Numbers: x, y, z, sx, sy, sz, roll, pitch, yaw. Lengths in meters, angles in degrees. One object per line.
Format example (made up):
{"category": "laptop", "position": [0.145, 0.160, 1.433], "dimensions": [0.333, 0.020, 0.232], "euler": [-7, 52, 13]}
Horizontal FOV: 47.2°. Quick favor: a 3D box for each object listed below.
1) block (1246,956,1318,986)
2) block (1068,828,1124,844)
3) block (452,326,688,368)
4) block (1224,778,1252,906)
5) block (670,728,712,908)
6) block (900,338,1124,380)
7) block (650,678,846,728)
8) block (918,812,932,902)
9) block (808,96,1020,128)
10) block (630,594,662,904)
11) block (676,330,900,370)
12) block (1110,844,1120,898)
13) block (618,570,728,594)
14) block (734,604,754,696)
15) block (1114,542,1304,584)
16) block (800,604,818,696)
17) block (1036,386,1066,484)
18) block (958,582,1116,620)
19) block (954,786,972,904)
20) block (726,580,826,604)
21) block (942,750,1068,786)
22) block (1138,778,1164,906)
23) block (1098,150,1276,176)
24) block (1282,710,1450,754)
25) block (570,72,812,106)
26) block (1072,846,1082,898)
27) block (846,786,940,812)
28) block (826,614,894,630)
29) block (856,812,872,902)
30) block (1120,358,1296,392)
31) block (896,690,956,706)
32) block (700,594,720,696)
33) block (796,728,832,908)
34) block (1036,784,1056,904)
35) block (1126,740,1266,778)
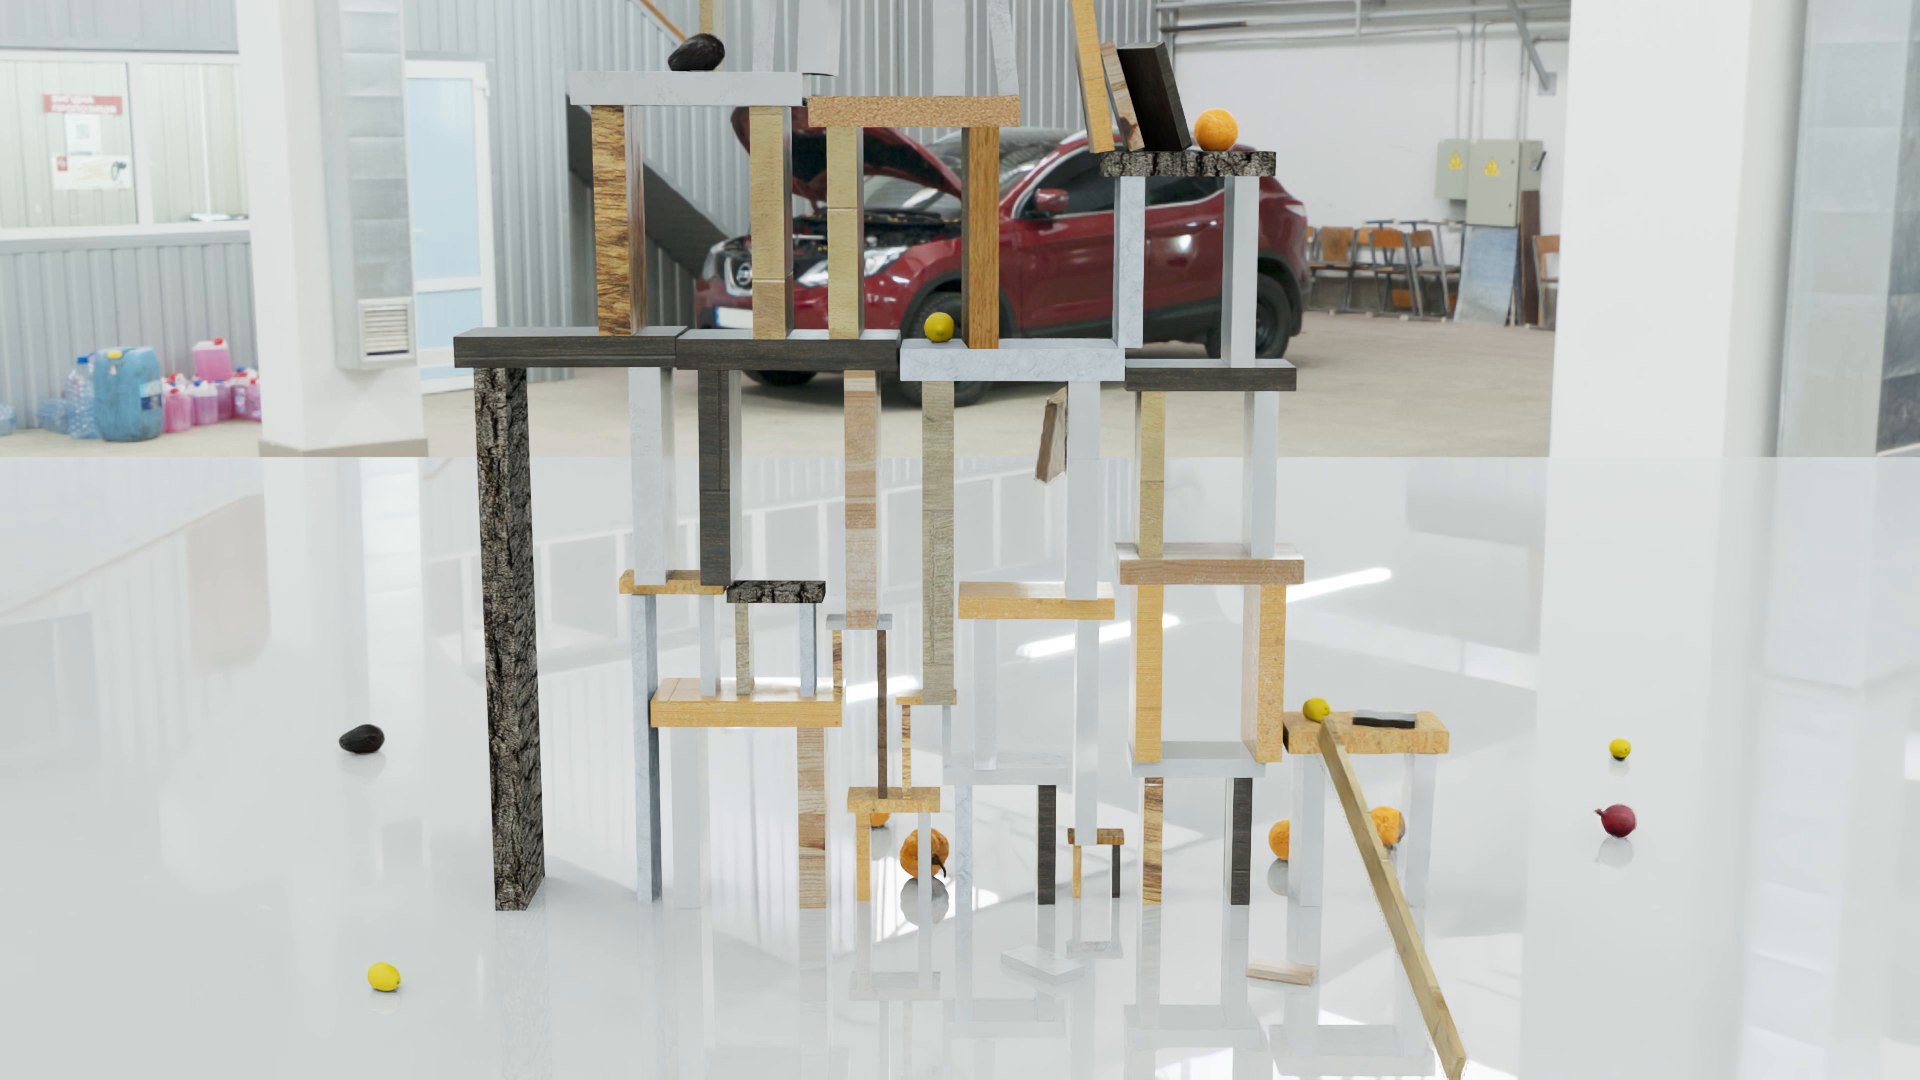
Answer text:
{"category": "block", "position": [0.485, 0.650, 3.309], "dimensions": [0.099, 0.014, 0.049], "euler": [4, 11, 22]}
{"category": "block", "position": [0.225, 0.492, 3.652], "dimensions": [0.093, 0.013, 0.046], "euler": [0, 11, 1]}
{"category": "block", "position": [-0.617, -0.309, 3.514], "dimensions": [0.346, 0.049, 0.173], "euler": [0, 11, 0]}
{"category": "block", "position": [0.461, 0.483, 3.648], "dimensions": [0.031, 0.218, 0.109], "euler": [0, 11, 0]}
{"category": "block", "position": [-0.446, 0.438, 3.646], "dimensions": [0.043, 0.307, 0.153], "euler": [0, 11, 0]}
{"category": "block", "position": [0.082, -0.288, 3.509], "dimensions": [0.349, 0.049, 0.175], "euler": [0, 11, 0]}
{"category": "block", "position": [-0.344, 0.266, 3.614], "dimensions": [0.307, 0.043, 0.153], "euler": [0, 11, 0]}
{"category": "block", "position": [-0.058, 0.515, 3.656], "dimensions": [0.022, 0.152, 0.076], "euler": [0, 11, 0]}
{"category": "block", "position": [-0.069, -0.669, 3.439], "dimensions": [0.324, 0.046, 0.162], "euler": [0, 11, 1]}
{"category": "block", "position": [-0.515, 0.336, 3.615], "dimensions": [0.024, 0.518, 0.084], "euler": [1, 11, 4]}
{"category": "block", "position": [-0.269, -0.304, 3.506], "dimensions": [0.343, 0.049, 0.171], "euler": [0, 11, 1]}
{"category": "block", "position": [0.258, 0.544, 3.662], "dimensions": [0.013, 0.093, 0.046], "euler": [0, 11, 0]}
{"category": "block", "position": [-0.464, 0.068, 3.576], "dimensions": [0.167, 0.024, 0.084], "euler": [1, 11, 0]}
{"category": "block", "position": [-0.351, 0.170, 3.590], "dimensions": [0.022, 0.154, 0.077], "euler": [0, 11, 1]}
{"category": "block", "position": [0.401, 0.038, 3.566], "dimensions": [0.292, 0.041, 0.146], "euler": [0, 11, 0]}
{"category": "block", "position": [-0.247, 0.171, 3.587], "dimensions": [0.022, 0.154, 0.077], "euler": [0, 11, 0]}
{"category": "block", "position": [0.176, -0.189, 3.844], "dimensions": [0.024, 0.169, 0.085], "euler": [28, 43, 25]}
{"category": "block", "position": [0.123, 0.098, 3.574], "dimensions": [0.250, 0.035, 0.125], "euler": [0, 11, 1]}
{"category": "block", "position": [0.006, 0.490, 3.648], "dimensions": [0.029, 0.204, 0.102], "euler": [0, 11, 0]}
{"category": "block", "position": [-0.298, 0.084, 3.573], "dimensions": [0.154, 0.022, 0.077], "euler": [0, 11, 1]}
{"category": "block", "position": [0.074, 0.375, 3.627], "dimensions": [0.204, 0.029, 0.102], "euler": [0, 11, 0]}
{"category": "block", "position": [0.315, 0.483, 3.648], "dimensions": [0.031, 0.218, 0.109], "euler": [0, 11, 0]}
{"category": "block", "position": [0.354, -0.591, 3.449], "dimensions": [0.265, 0.037, 0.132], "euler": [0, 11, 0]}
{"category": "block", "position": [0.661, 0.316, 3.620], "dimensions": [0.259, 0.037, 0.130], "euler": [0, 10, 0]}
{"category": "block", "position": [-0.415, -0.702, 3.429], "dimensions": [0.353, 0.050, 0.176], "euler": [0, 11, 1]}
{"category": "block", "position": [0.195, 0.544, 3.664], "dimensions": [0.013, 0.093, 0.046], "euler": [1, 11, 4]}
{"category": "block", "position": [-0.109, 0.430, 3.640], "dimensions": [0.152, 0.022, 0.076], "euler": [0, 11, 0]}
{"category": "block", "position": [-0.163, 0.133, 3.582], "dimensions": [0.107, 0.015, 0.054], "euler": [0, 10, 0]}
{"category": "block", "position": [-0.160, 0.515, 3.656], "dimensions": [0.022, 0.152, 0.076], "euler": [0, 11, 0]}
{"category": "block", "position": [0.394, -0.264, 3.513], "dimensions": [0.266, 0.038, 0.133], "euler": [0, 11, 0]}
{"category": "block", "position": [-0.055, 0.257, 3.603], "dimensions": [0.099, 0.014, 0.049], "euler": [0, 11, 0]}
{"category": "block", "position": [-0.407, 0.163, 3.589], "dimensions": [0.024, 0.167, 0.084], "euler": [0, 11, 0]}
{"category": "block", "position": [-0.241, 0.438, 3.645], "dimensions": [0.043, 0.307, 0.153], "euler": [0, 11, 0]}
{"category": "block", "position": [0.142, 0.490, 3.648], "dimensions": [0.029, 0.204, 0.102], "euler": [0, 11, 0]}
{"category": "block", "position": [0.388, 0.361, 3.625], "dimensions": [0.218, 0.031, 0.109], "euler": [0, 11, 0]}
